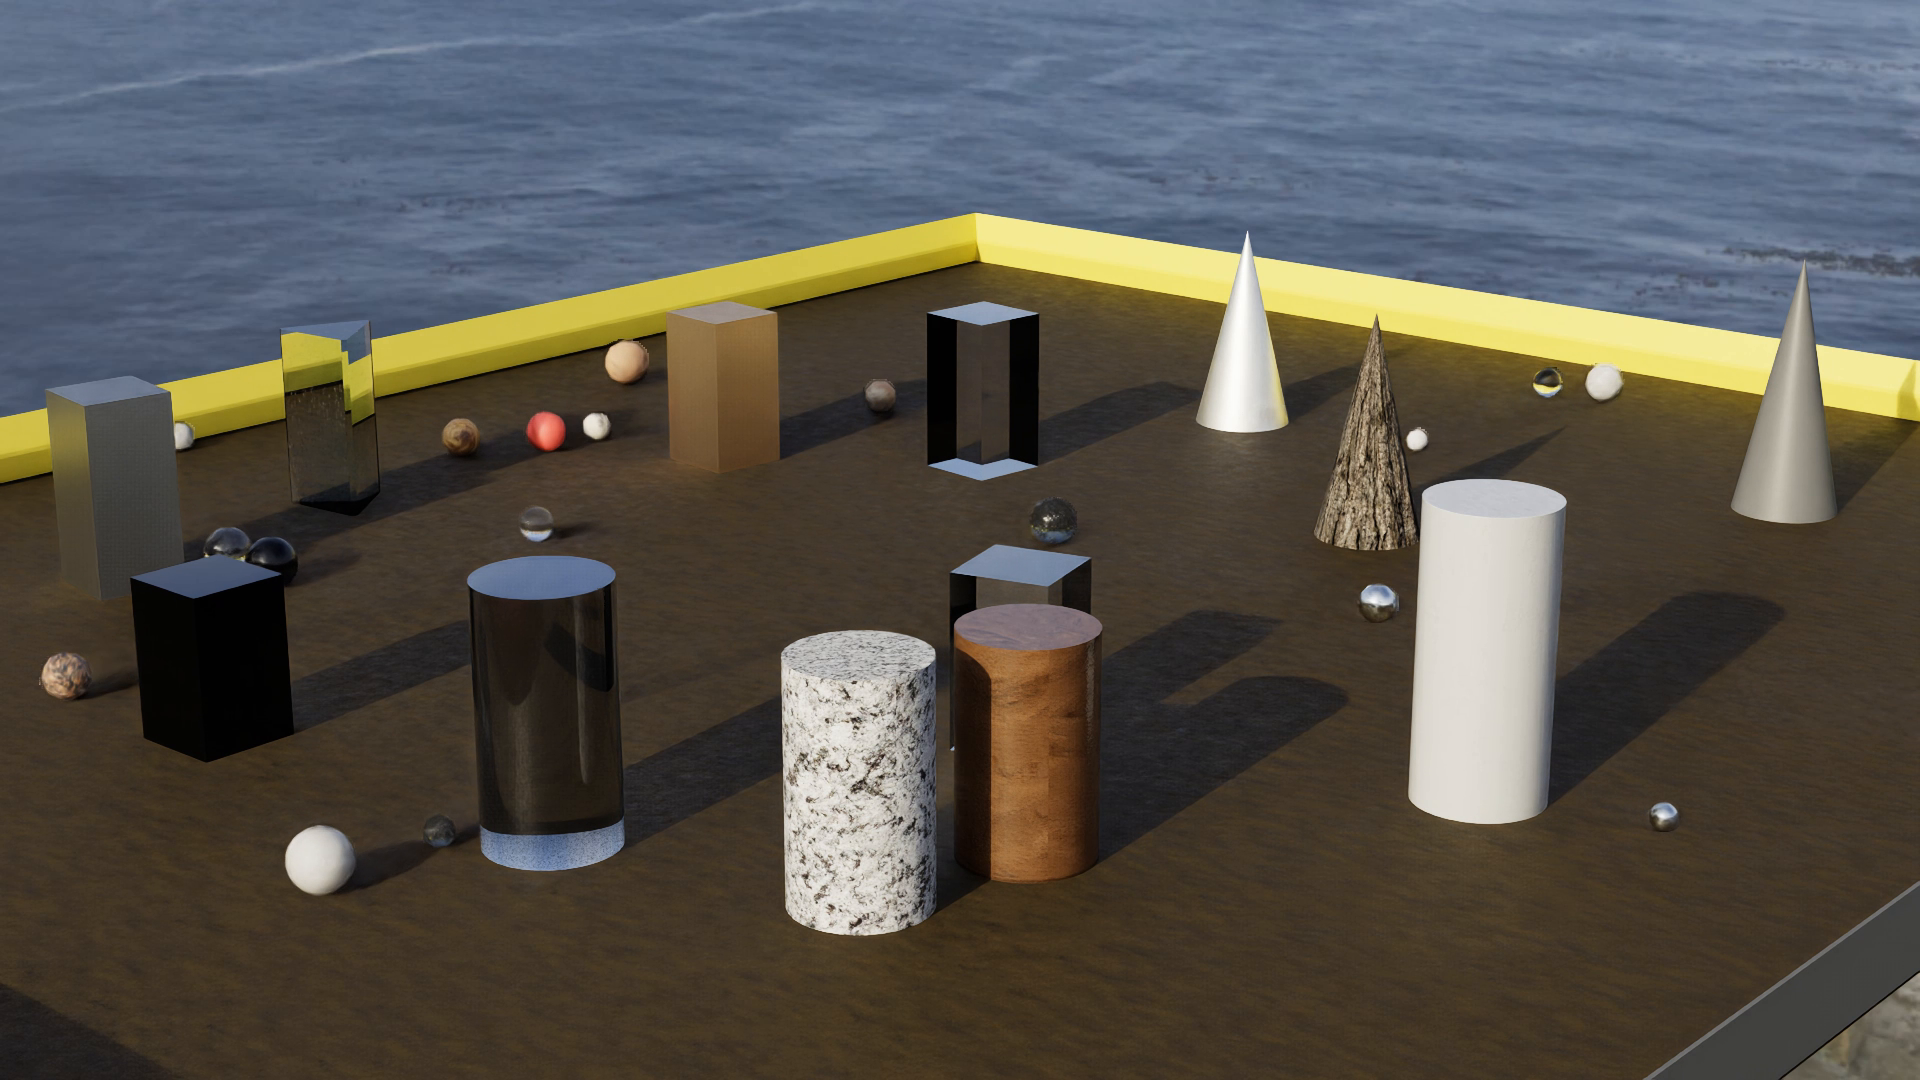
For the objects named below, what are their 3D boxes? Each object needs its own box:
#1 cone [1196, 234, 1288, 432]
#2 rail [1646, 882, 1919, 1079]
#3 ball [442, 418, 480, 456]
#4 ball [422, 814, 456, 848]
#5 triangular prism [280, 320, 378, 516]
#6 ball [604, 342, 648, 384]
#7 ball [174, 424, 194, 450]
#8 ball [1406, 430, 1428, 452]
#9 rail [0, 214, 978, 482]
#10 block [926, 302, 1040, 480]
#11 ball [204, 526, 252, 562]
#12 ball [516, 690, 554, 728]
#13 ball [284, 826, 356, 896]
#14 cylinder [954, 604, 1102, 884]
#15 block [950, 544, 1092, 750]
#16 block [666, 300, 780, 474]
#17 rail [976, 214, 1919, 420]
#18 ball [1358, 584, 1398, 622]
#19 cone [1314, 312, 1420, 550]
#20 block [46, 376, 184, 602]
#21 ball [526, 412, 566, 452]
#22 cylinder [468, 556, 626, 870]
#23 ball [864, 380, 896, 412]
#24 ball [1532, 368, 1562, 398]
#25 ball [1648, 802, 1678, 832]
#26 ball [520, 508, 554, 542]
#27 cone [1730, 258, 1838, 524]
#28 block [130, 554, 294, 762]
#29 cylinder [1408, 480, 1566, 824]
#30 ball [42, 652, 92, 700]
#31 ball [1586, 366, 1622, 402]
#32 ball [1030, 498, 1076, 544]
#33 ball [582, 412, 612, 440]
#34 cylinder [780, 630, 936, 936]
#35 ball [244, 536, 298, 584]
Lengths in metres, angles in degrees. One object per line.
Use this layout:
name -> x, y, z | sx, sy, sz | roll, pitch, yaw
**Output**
cone -> 0.607, -0.455, 6.250 | 0.199, 0.414, 0.199 | 0, 17, 0
rail -> 1.429, 0.390, 3.932 | 0.045, 0.129, 4.541 | 14, 22, 39
ball -> -1.025, -0.211, 6.019 | 0.078, 0.078, 0.078 | 0, 17, 0
ball -> -0.719, 0.401, 4.045 | 0.045, 0.045, 0.045 | 0, 17, 0
triangular prism -> -1.186, -0.243, 5.664 | 0.172, 0.345, 0.149 | 11, 20, 33
ball -> -0.753, -0.400, 6.618 | 0.096, 0.096, 0.096 | 0, 17, 0
ball -> -1.613, -0.214, 6.066 | 0.057, 0.057, 0.057 | 0, 17, 0
ball -> 0.945, -0.206, 6.061 | 0.044, 0.044, 0.044 | 0, 17, 0
rail -> -1.429, -0.325, 6.308 | 0.045, 0.129, 4.541 | 14, 22, 39
block -> 0.046, -0.302, 5.909 | 0.159, 0.317, 0.159 | -15, 22, -41
ball -> -1.309, 0.018, 5.247 | 0.085, 0.085, 0.085 | 0, 17, 0
ball -> -0.652, 0.259, 4.494 | 0.058, 0.058, 0.058 | 0, 17, 0
ball -> -0.848, 0.425, 3.887 | 0.092, 0.092, 0.092 | 0, 17, 0
cylinder -> 0.091, 0.274, 3.975 | 0.199, 0.330, 0.199 | 0, 17, 0
block -> 0.091, 0.171, 4.404 | 0.159, 0.279, 0.159 | 8, 19, 25
block -> -0.481, -0.312, 5.960 | 0.159, 0.307, 0.159 | -15, 22, -41
rail -> 1.473, -0.457, 6.744 | 3.832, 0.129, 0.045 | 14, 22, 39
ball -> 0.710, 0.107, 4.982 | 0.067, 0.067, 0.067 | 0, 17, 0
cone -> 0.763, -0.214, 5.427 | 0.199, 0.426, 0.199 | 0, 17, 0
block -> -1.484, -0.093, 5.157 | 0.159, 0.350, 0.159 | -14, 22, -38
ball -> -0.855, -0.224, 6.057 | 0.082, 0.082, 0.082 | 0, 17, 0
cylinder -> -0.564, 0.235, 4.008 | 0.199, 0.386, 0.199 | 0, 17, 0
ball -> -0.173, -0.311, 6.371 | 0.068, 0.068, 0.068 | 0, 17, 0
ball -> 1.303, -0.349, 6.503 | 0.064, 0.064, 0.064 | 0, 17, 0
ball -> 0.984, 0.387, 4.100 | 0.041, 0.041, 0.041 | 0, 17, 0
ball -> -0.785, -0.029, 5.439 | 0.064, 0.064, 0.064 | 0, 17, 0
cone -> 1.589, -0.296, 5.584 | 0.199, 0.492, 0.199 | 0, 17, 0
block -> -1.128, 0.176, 4.426 | 0.159, 0.256, 0.159 | 14, 22, 39
cylinder -> 0.746, 0.156, 4.159 | 0.199, 0.448, 0.199 | 0, 17, 0
ball -> -1.405, 0.214, 4.613 | 0.076, 0.076, 0.076 | 0, 17, 0
ball -> 1.420, -0.346, 6.465 | 0.080, 0.080, 0.080 | 0, 17, 0
ball -> 0.171, -0.034, 5.420 | 0.086, 0.086, 0.086 | 0, 17, 0
ball -> -0.761, -0.238, 6.140 | 0.060, 0.060, 0.060 | 0, 17, 0
cylinder -> -0.130, 0.313, 3.814 | 0.199, 0.347, 0.199 | 0, 17, 0
ball -> -1.213, 0.039, 5.166 | 0.092, 0.092, 0.092 | 0, 17, 0
